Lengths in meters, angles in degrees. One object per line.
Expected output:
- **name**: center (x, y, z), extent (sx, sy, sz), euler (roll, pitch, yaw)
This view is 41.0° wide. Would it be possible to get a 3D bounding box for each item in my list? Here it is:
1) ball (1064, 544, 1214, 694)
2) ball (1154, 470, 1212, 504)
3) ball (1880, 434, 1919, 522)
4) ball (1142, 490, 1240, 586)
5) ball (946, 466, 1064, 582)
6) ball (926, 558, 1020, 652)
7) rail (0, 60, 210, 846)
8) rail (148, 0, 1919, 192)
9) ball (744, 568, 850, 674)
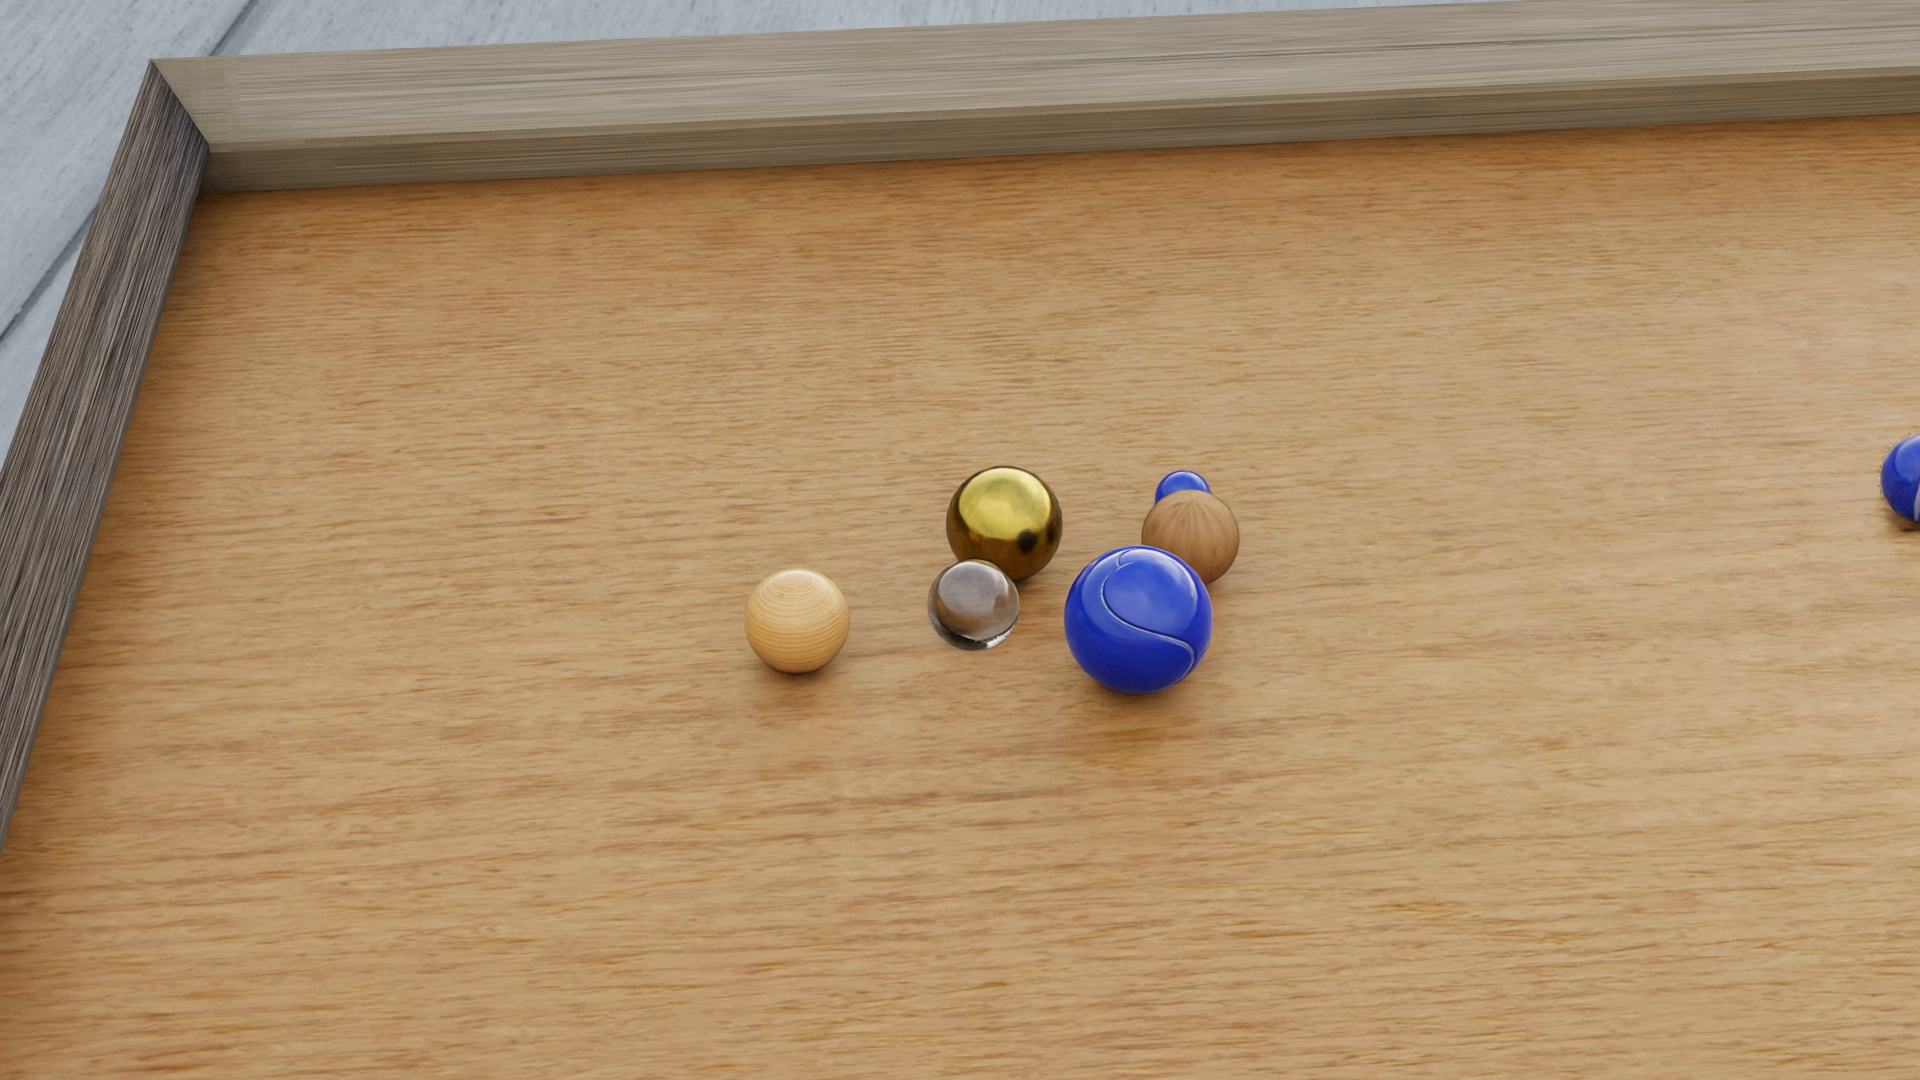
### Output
- **ball**: center (0.116, 0.052, 1.665), extent (0.097, 0.097, 0.097), euler (0, 35, 0)
- **ball**: center (0.159, -0.029, 1.827), extent (0.041, 0.041, 0.041), euler (0, 35, 0)
- **ball**: center (0.690, -0.044, 1.828), extent (0.065, 0.065, 0.065), euler (0, 35, 0)
- **ball**: center (0.158, -0.001, 1.765), extent (0.068, 0.068, 0.068), euler (0, 35, 0)
- **ball**: center (0.031, -0.011, 1.767), extent (0.081, 0.081, 0.081), euler (0, 35, 0)
- **ball**: center (0.009, 0.043, 1.707), extent (0.062, 0.062, 0.062), euler (0, 35, 0)
- **rail**: center (-0.599, 0.012, 1.694), extent (0.045, 0.126, 1.283), euler (-3, 36, -5)
- **rail**: center (0.560, -0.417, 2.297), extent (2.504, 0.126, 0.045), euler (-3, 36, -5)
- **ball**: center (-0.107, 0.053, 1.687), extent (0.070, 0.070, 0.070), euler (0, 35, 0)
